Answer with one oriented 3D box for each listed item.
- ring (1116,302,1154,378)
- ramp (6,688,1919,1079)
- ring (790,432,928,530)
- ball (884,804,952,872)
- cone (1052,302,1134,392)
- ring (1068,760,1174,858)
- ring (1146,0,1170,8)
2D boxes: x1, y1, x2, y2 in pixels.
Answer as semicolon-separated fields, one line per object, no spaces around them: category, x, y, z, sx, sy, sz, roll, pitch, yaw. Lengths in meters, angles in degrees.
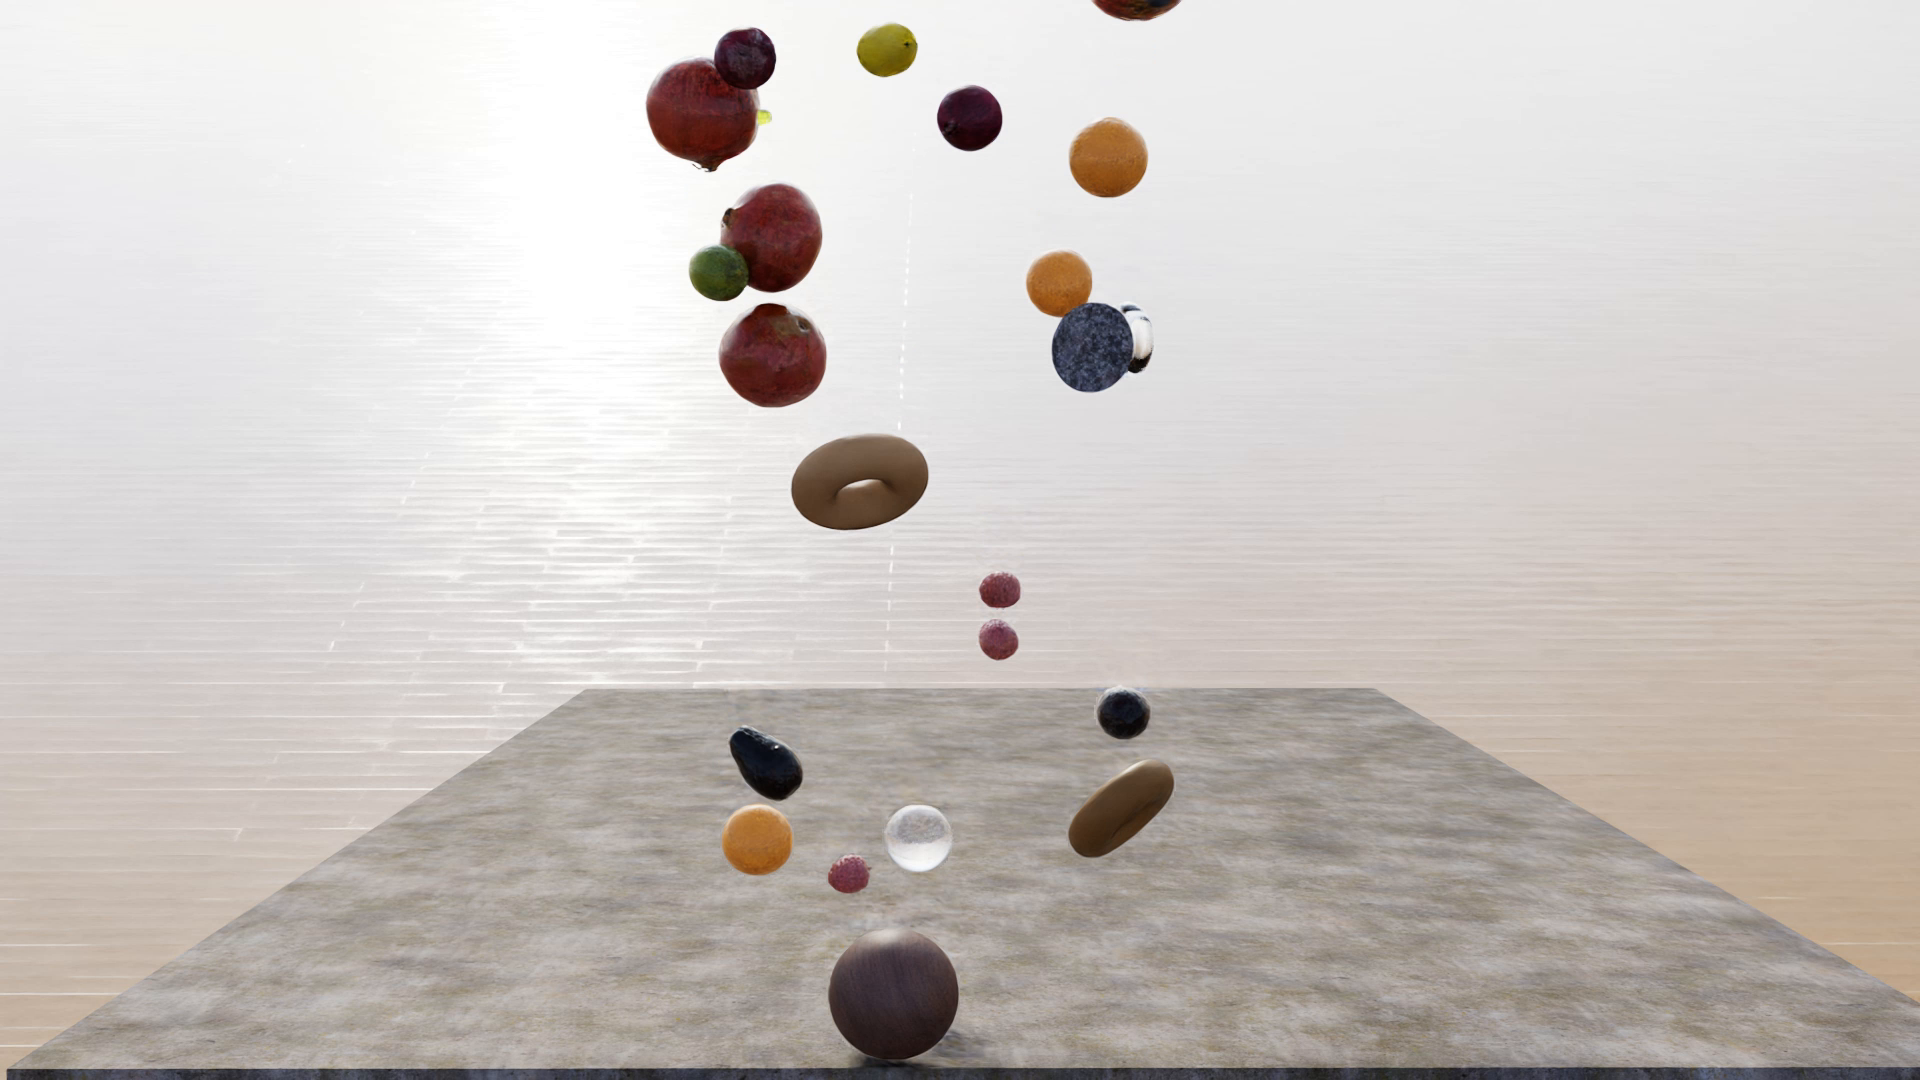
ring;0.178;-0.213;2.733;0.027;0.080;0.080;-4;23;-28
ramp;0.055;0.499;4.546;2.000;0.100;4.000;0;2;0
ring;-0.095;-0.055;2.460;0.134;0.134;0.045;-6;60;-13
ball;-0.046;0.331;2.857;0.075;0.075;0.075;0;24;0
cone;0.155;-0.191;2.635;0.092;0.092;0.092;14;3;28
ring;0.167;0.277;2.657;0.130;0.130;0.043;-24;65;-43
ring;0.167;-0.496;2.213;0.026;0.077;0.077;-6;23;7
